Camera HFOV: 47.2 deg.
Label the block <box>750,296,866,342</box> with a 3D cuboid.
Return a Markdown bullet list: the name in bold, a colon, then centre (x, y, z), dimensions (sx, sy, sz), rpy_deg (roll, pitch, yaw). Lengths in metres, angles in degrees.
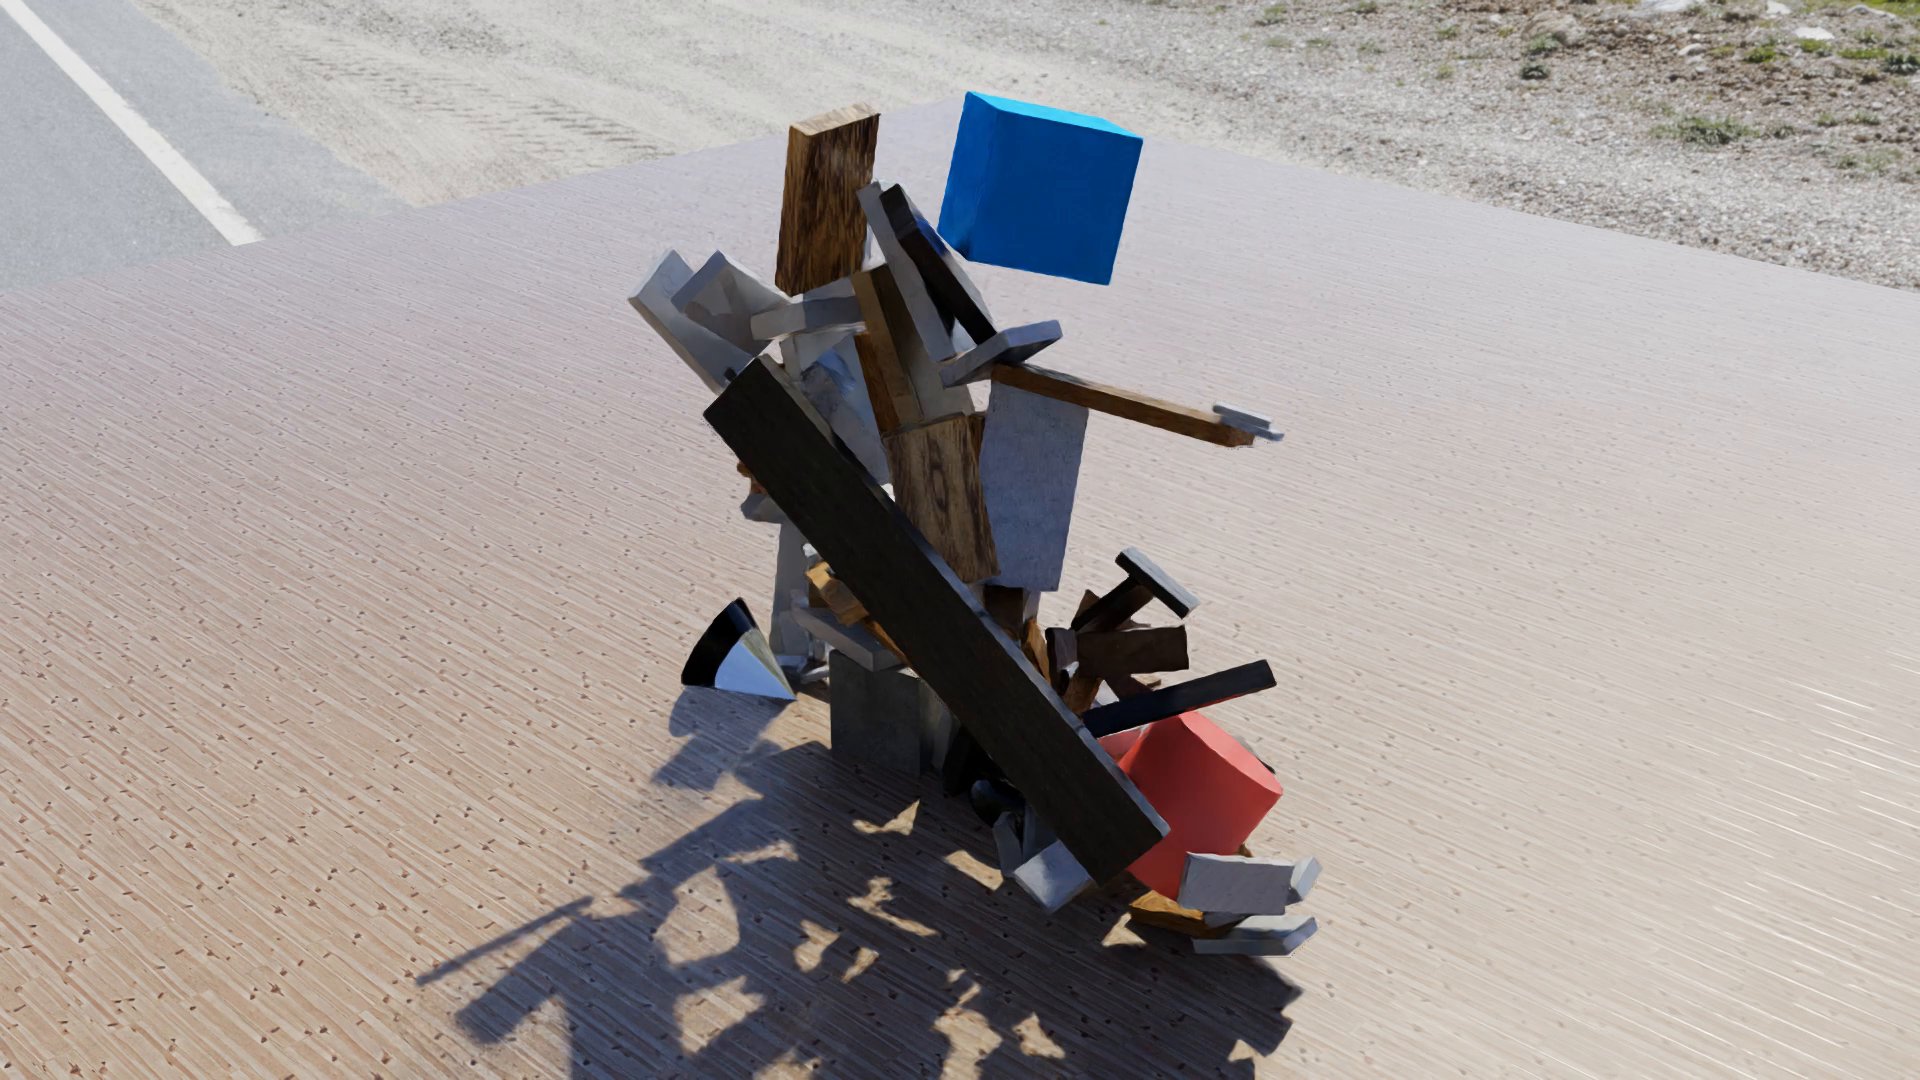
- **block**: centre (-0.271, -0.431, 4.260), dimensions (0.176, 0.050, 0.351), rpy_deg (-9, 4, -21)

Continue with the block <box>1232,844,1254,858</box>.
- **block**: centre (0.526, 0.644, 4.202), dimensions (0.106, 0.030, 0.212), rpy_deg (-7, 24, -15)

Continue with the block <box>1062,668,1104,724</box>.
- **block**: centre (0.214, 0.285, 3.972), dimensions (0.054, 0.015, 0.108), rpy_deg (11, 68, 40)

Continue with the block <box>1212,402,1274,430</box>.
- **block**: centre (0.480, -0.211, 3.725), dimensions (0.099, 0.014, 0.049), rpy_deg (19, 13, 12)

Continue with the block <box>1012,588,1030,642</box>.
- **block**: centre (0.091, 0.145, 4.071), dimensions (0.016, 0.113, 0.056), rpy_deg (35, 30, 33)

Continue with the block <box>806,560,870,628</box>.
- **block**: centre (-0.216, 0.087, 4.344), dimensions (0.117, 0.033, 0.234), rpy_deg (-31, 27, -8)

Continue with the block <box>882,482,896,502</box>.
- **block**: centre (-0.090, -0.055, 4.205), dimensions (0.166, 0.023, 0.083), rpy_deg (24, 30, 17)

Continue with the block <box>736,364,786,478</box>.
- **block**: centre (-0.359, -0.243, 4.497), dimensions (0.126, 0.036, 0.251), rpy_deg (4, 65, 29)

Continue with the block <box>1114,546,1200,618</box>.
- **block**: centre (0.348, 0.074, 3.877), dimensions (0.157, 0.022, 0.079), rpy_deg (40, 19, 10)

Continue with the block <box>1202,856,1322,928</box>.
- **block**: centre (0.535, 0.626, 3.904), dimensions (0.205, 0.029, 0.103), rpy_deg (-26, 11, 37)

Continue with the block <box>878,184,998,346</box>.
- **block**: centre (-0.035, -0.483, 3.898), dimensions (0.042, 0.297, 0.148), rpy_deg (-32, 42, 10)

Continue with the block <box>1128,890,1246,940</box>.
- **block**: centre (0.421, 0.682, 4.048), dimensions (0.103, 0.029, 0.205), rpy_deg (-25, 19, -38)

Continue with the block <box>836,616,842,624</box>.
- **block**: centre (-0.214, 0.056, 4.708), dimensions (0.127, 0.036, 0.254), rpy_deg (-4, 58, -10)

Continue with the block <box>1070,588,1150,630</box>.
- **block**: centre (0.277, 0.279, 4.677), dimensions (0.044, 0.314, 0.157), rpy_deg (4, 24, -47)

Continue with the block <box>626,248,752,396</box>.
- **block**: centre (-0.538, -0.440, 4.460), dimensions (0.039, 0.277, 0.139), rpy_deg (-8, 42, 48)

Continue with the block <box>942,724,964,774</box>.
- **block**: centre (0.047, 0.398, 4.539), dimensions (0.105, 0.210, 0.030), rpy_deg (-4, 42, -35)

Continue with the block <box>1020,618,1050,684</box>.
- **block**: centre (0.148, 0.222, 4.111), dimensions (0.020, 0.141, 0.071), rpy_deg (-10, 35, 19)

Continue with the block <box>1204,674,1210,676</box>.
- **block**: centre (0.607, 0.315, 5.002), dimensions (0.092, 0.013, 0.046), rpy_deg (-9, 24, -19)

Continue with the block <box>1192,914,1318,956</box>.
- **block**: centre (0.529, 0.709, 3.953), dimensions (0.205, 0.029, 0.103), rpy_deg (-9, 12, 45)

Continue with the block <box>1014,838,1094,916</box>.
- **block**: centre (0.194, 0.553, 3.762), dimensions (0.186, 0.026, 0.093), rpy_deg (-32, 54, -22)

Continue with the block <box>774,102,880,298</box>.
- **block**: centre (-0.242, -0.615, 3.983), dimensions (0.168, 0.336, 0.048), rpy_deg (-26, 51, -36)

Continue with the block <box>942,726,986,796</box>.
- **block**: centre (0.037, 0.426, 4.493), dimensions (0.105, 0.210, 0.030), rpy_deg (-21, 51, -40)

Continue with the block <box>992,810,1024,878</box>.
- **block**: centre (0.092, 0.582, 4.208), dimensions (0.016, 0.112, 0.056), rpy_deg (-2, 22, 28)

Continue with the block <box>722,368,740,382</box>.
- **block**: centre (-0.408, -0.290, 4.418), dimensions (0.144, 0.020, 0.072), rpy_deg (41, 8, 28)

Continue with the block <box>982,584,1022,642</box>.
- **block**: centre (0.076, 0.126, 3.965), dimensions (0.071, 0.020, 0.141), rpy_deg (13, 34, -6)

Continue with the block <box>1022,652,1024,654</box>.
- **block**: centre (0.046, 0.206, 4.290), dimensions (0.084, 0.024, 0.168), rpy_deg (-37, 55, -17)

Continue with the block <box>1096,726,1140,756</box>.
- **block**: centre (0.196, 0.336, 4.130), dimensions (0.151, 0.043, 0.302), rpy_deg (-12, 21, -24)

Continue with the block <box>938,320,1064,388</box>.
- **block**: centre (0.072, -0.333, 3.946), dimensions (0.118, 0.033, 0.236), rpy_deg (-14, -7, -33)

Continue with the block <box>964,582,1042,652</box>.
- **block**: centre (0.091, 0.045, 4.127), dimensions (0.051, 0.359, 0.180), rpy_deg (22, 21, 35)

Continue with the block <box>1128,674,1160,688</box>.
- **block**: centre (0.409, 0.314, 5.005), dimensions (0.046, 0.013, 0.092), rpy_deg (-17, 29, -35)

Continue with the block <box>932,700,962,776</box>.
- **block**: centre (0.040, 0.341, 4.554), dimensions (0.157, 0.314, 0.044), rpy_deg (-13, 43, -29)

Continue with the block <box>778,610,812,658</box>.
- **block**: centre (-0.380, 0.217, 5.074), dimensions (0.058, 0.116, 0.016), rpy_deg (-11, -1, 18)

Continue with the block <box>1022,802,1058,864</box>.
- **block**: centre (0.202, 0.495, 4.201), dimensions (0.151, 0.302, 0.043), rpy_deg (-11, 33, -23)

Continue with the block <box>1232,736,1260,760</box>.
- **block**: centre (0.512, 0.461, 4.635), dimensions (0.212, 0.030, 0.106), rpy_deg (-6, 24, -13)

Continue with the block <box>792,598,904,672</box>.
- **block**: centre (-0.209, 0.185, 4.682), dimensions (0.157, 0.044, 0.314), rpy_deg (-16, 28, -33)

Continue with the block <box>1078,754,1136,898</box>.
- **block**: centre (0.274, 0.512, 4.155), dimensions (0.151, 0.302, 0.043), rpy_deg (-15, 22, -26)
